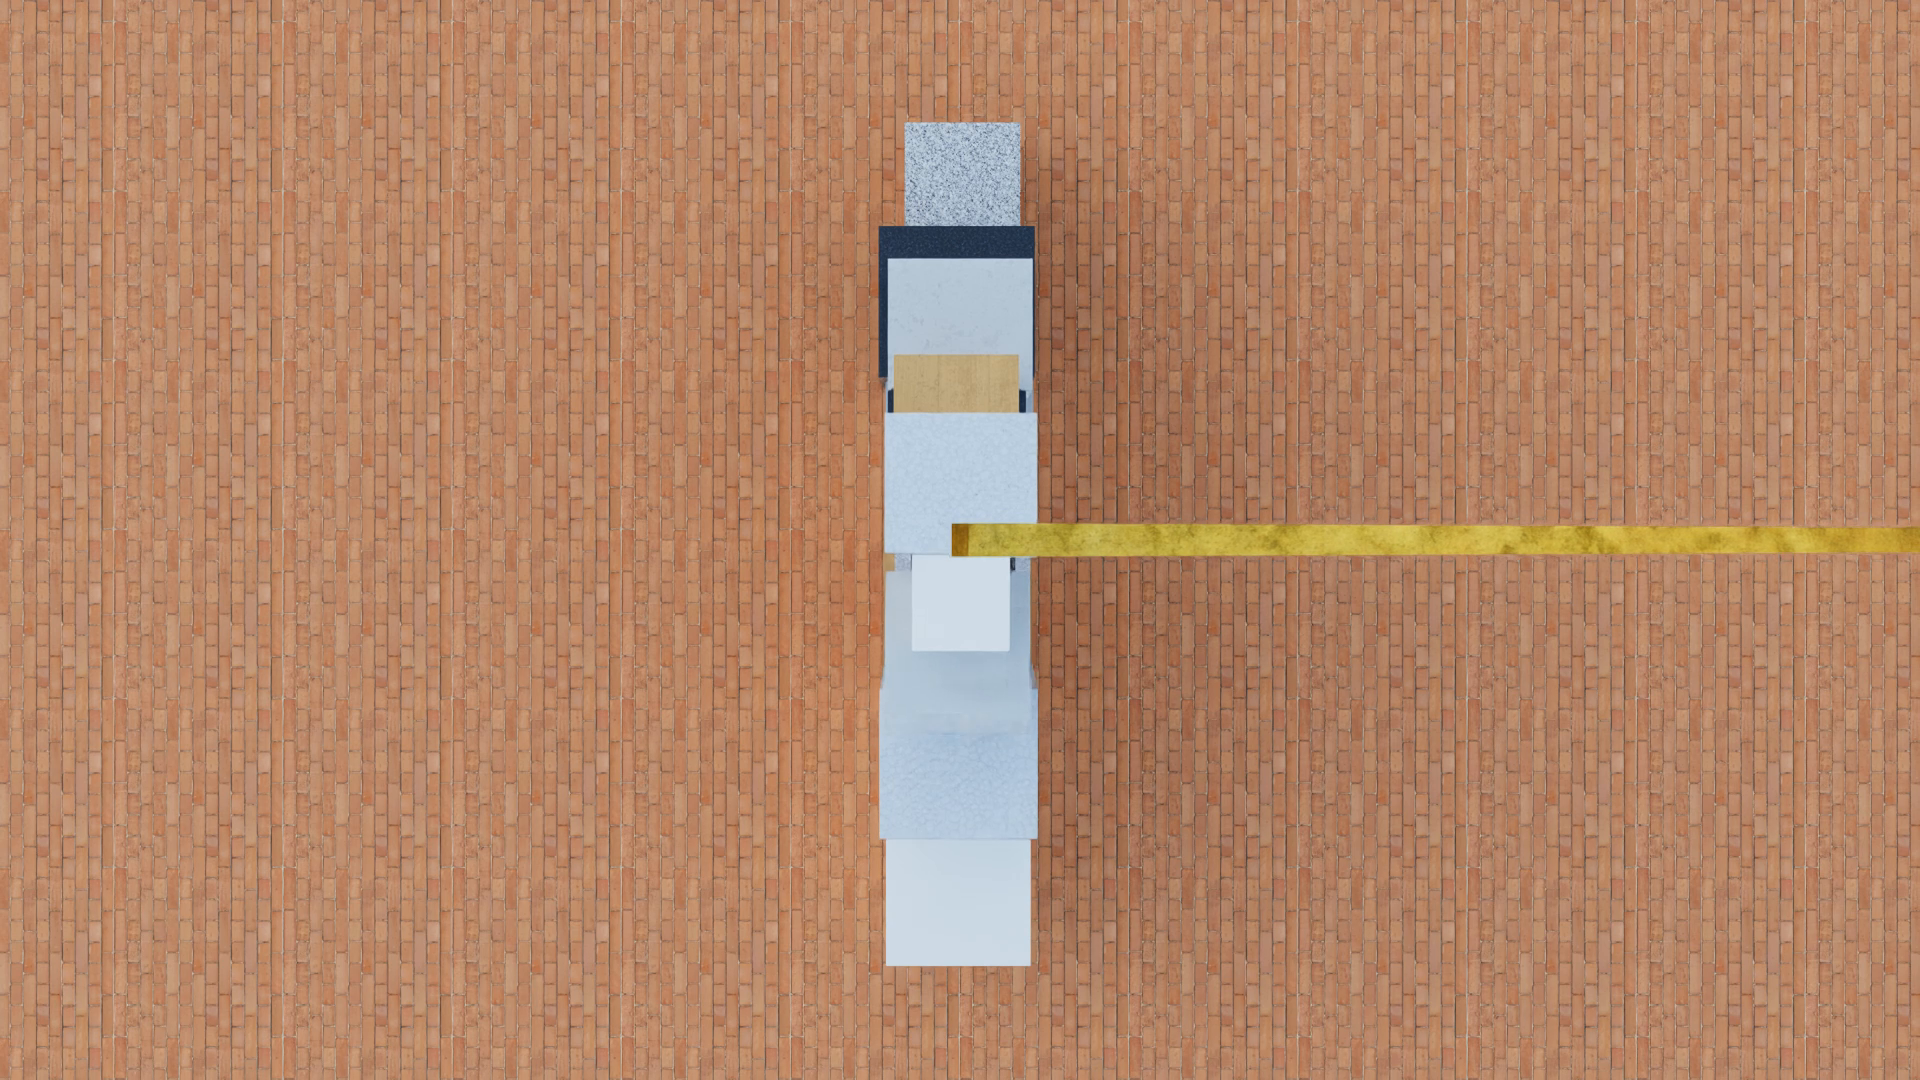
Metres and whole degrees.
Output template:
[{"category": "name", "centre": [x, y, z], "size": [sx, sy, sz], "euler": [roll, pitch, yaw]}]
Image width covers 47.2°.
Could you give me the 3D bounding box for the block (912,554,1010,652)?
[{"category": "block", "centre": [0.005, 0.289, 10.359], "size": [0.449, 0.501, 0.450], "euler": [0, 89, 0]}]

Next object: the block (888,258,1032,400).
[{"category": "block", "centre": [0.001, -1.113, 11.715], "size": [0.746, 0.750, 0.676], "euler": [0, 90, 0]}]

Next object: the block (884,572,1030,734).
[{"category": "block", "centre": [-0.013, 0.569, 10.938], "size": [0.693, 0.668, 0.698], "euler": [0, 77, 0]}]

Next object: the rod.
[{"category": "rod", "centre": [2.212, 0.000, 6.613], "size": [5.200, 0.080, 0.080], "euler": [0, 90, -32]}]

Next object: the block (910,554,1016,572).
[{"category": "block", "centre": [0.015, -0.103, 11.074], "size": [0.513, 0.593, 0.560], "euler": [0, 89, 0]}]

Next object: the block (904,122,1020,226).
[{"category": "block", "centre": [0.014, -2.044, 12.694], "size": [0.651, 0.612, 0.616], "euler": [0, 90, 0]}]

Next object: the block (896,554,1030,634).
[{"category": "block", "centre": [0.015, 0.315, 11.849], "size": [0.711, 0.586, 0.695], "euler": [0, 90, 0]}]

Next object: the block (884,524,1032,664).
[{"category": "block", "centre": [-0.012, 0.371, 12.571], "size": [0.821, 0.858, 0.917], "euler": [0, 90, 0]}]

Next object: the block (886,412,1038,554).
[{"category": "block", "centre": [0.005, -0.256, 10.432], "size": [0.697, 0.697, 0.642], "euler": [0, 89, 0]}]

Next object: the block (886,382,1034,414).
[{"category": "block", "centre": [-0.004, -0.491, 12.641], "size": [0.825, 0.718, 0.787], "euler": [0, 90, 0]}]

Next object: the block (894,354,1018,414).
[{"category": "block", "centre": [-0.018, -0.650, 11.074], "size": [0.616, 0.532, 0.525], "euler": [0, 90, 0]}]

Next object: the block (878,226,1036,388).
[{"category": "block", "centre": [-0.018, -1.311, 12.545], "size": [0.861, 0.910, 0.832], "euler": [0, 90, 0]}]

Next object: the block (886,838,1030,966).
[{"category": "block", "centre": [-0.009, 1.972, 12.574], "size": [0.798, 0.853, 0.761], "euler": [0, 90, 0]}]

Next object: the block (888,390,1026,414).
[{"category": "block", "centre": [-0.016, -0.409, 11.761], "size": [0.716, 0.771, 0.722], "euler": [0, 89, 0]}]

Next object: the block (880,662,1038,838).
[{"category": "block", "centre": [-0.008, 1.104, 11.720], "size": [0.810, 0.895, 0.778], "euler": [0, 96, 0]}]
